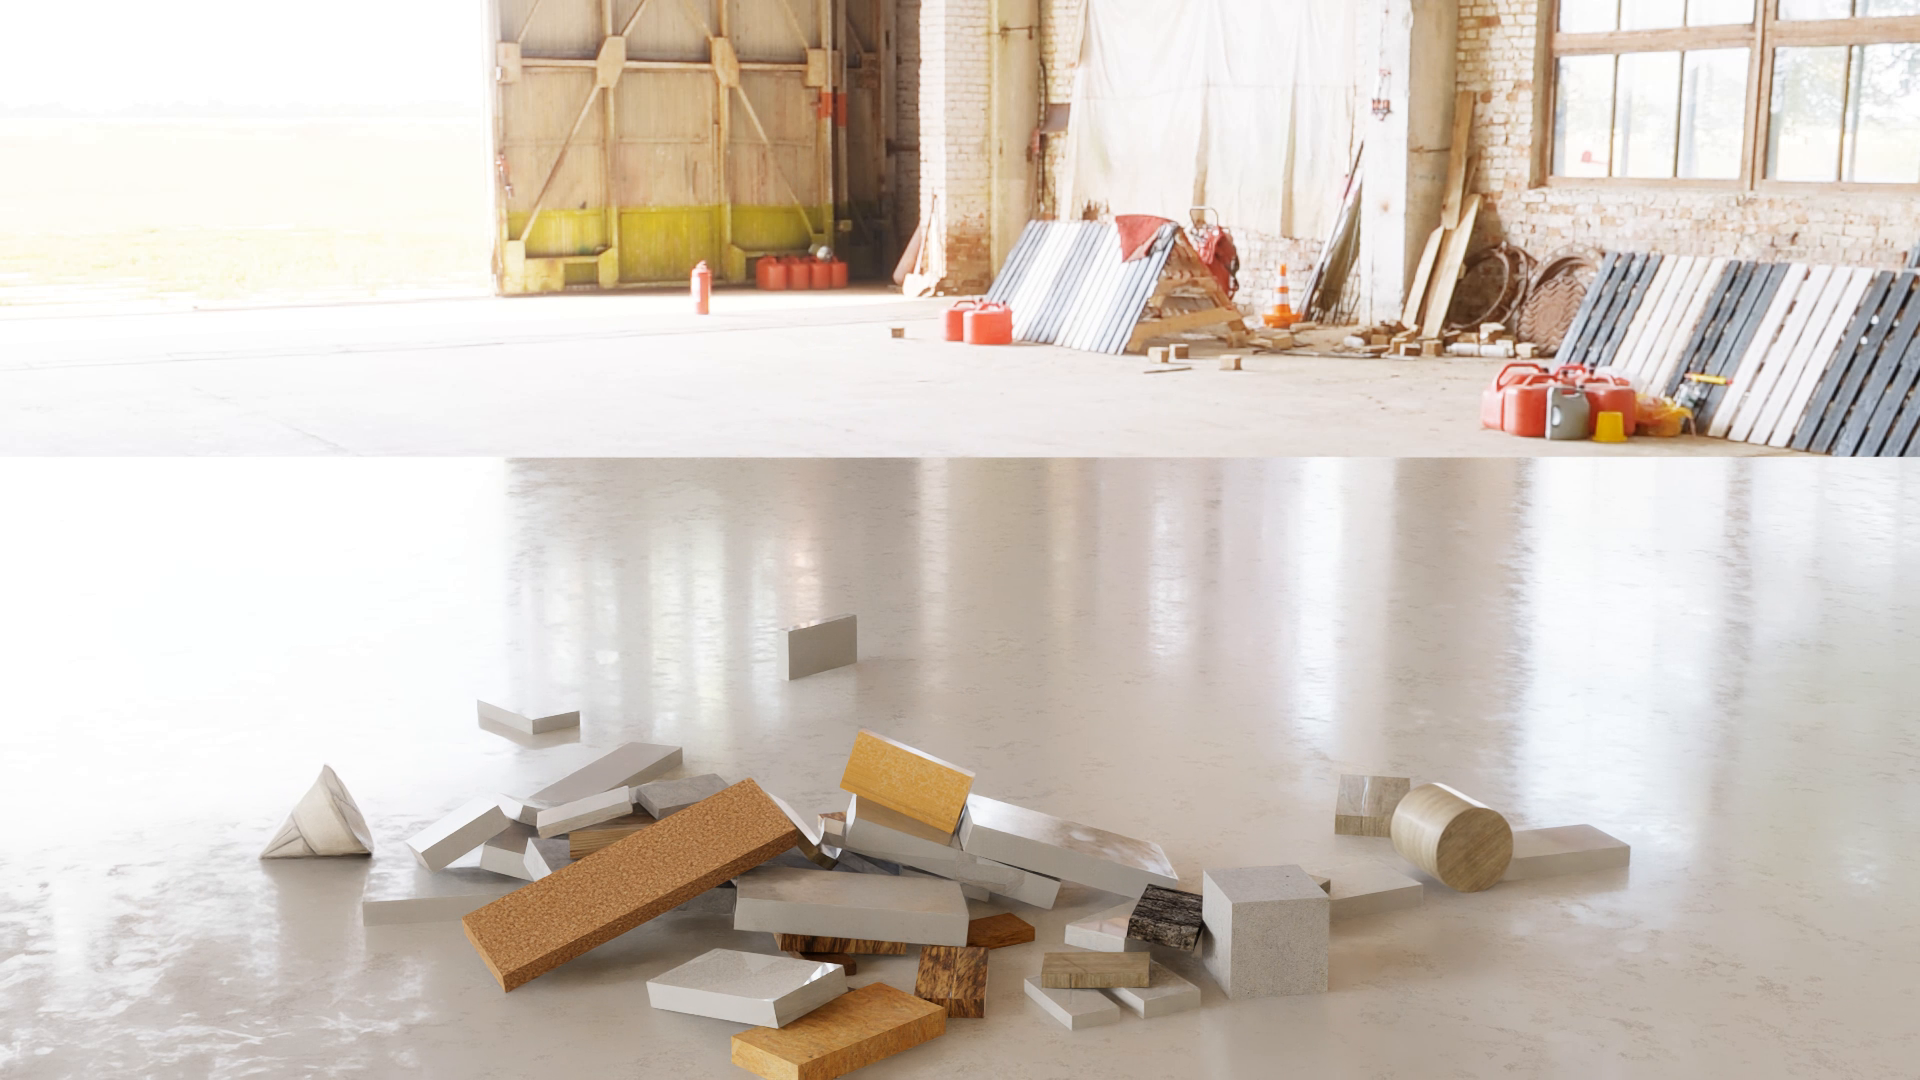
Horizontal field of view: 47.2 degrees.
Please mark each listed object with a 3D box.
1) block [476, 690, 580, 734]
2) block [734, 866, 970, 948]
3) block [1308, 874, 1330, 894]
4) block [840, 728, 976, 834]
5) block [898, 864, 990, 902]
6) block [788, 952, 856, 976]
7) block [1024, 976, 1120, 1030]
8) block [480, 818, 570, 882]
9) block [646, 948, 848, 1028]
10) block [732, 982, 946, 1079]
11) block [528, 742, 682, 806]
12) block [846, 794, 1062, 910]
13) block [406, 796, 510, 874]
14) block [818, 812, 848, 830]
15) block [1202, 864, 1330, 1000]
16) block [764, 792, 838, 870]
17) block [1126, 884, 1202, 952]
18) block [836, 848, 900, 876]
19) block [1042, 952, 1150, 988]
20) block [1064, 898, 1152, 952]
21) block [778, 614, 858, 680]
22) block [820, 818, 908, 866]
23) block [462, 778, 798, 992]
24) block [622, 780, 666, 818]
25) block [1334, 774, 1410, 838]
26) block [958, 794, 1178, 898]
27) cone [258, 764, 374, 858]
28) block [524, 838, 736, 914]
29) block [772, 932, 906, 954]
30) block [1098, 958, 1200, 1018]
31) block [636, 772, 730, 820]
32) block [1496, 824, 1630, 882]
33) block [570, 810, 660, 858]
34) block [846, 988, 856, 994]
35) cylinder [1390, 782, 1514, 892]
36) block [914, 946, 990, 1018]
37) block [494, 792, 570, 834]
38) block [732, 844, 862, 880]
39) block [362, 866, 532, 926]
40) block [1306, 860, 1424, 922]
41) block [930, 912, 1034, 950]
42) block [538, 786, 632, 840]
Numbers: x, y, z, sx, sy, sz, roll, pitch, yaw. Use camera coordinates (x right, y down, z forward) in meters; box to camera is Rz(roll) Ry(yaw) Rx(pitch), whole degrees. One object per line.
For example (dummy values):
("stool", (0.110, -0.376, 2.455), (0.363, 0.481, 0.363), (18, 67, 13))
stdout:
("block", (-0.934, 0.372, 4.755), (0.117, 0.033, 0.233), (-9, 14, -41))
("block", (-0.171, 0.567, 3.421), (0.354, 0.050, 0.177), (5, 8, -6))
("block", (0.523, 0.567, 3.528), (0.078, 0.022, 0.156), (8, 13, 37))
("block", (-0.087, 0.401, 3.661), (0.206, 0.103, 0.029), (21, 10, 11))
("block", (-0.026, 0.561, 3.657), (0.150, 0.021, 0.075), (15, 10, -5))
("block", (-0.212, 0.638, 3.362), (0.066, 0.019, 0.131), (-4, 11, -23))
("block", (0.162, 0.667, 3.192), (0.077, 0.022, 0.154), (-5, 11, -24))
("block", (-0.636, 0.538, 3.657), (0.290, 0.041, 0.145), (14, 11, 1))
("block", (-0.306, 0.639, 3.145), (0.275, 0.039, 0.137), (-3, 11, 43))
("block", (-0.166, 0.686, 3.047), (0.137, 0.039, 0.275), (10, 15, 44))
("block", (-0.681, 0.464, 4.258), (0.117, 0.033, 0.405), (4, 11, 19))
("block", (-0.013, 0.510, 3.656), (0.354, 0.050, 0.177), (18, 9, -5))
("block", (-0.851, 0.496, 3.716), (0.145, 0.041, 0.290), (-32, 7, -18))
("block", (-0.177, 0.528, 3.923), (0.103, 0.029, 0.206), (-3, 11, -18))
("block", (0.456, 0.585, 3.291), (0.149, 0.149, 0.149), (-2, 11, -10))
("block", (-0.266, 0.478, 3.612), (0.149, 0.021, 0.075), (44, 0, 31))
("block", (0.323, 0.580, 3.384), (0.102, 0.029, 0.203), (11, 9, 11))
("block", (-0.134, 0.545, 3.664), (0.150, 0.021, 0.075), (28, 8, -7))
("block", (0.200, 0.632, 3.235), (0.156, 0.022, 0.078), (-2, 12, 6))
("block", (0.283, 0.599, 3.444), (0.102, 0.029, 0.295), (7, 6, 33))
("block", (-0.334, 0.250, 5.179), (0.033, 0.117, 0.233), (9, 14, 39))
("block", (-0.156, 0.501, 3.654), (0.150, 0.021, 0.075), (16, 10, -6))
("block", (-0.503, 0.524, 3.389), (0.507, 0.039, 0.137), (-24, 46, -27))
("block", (-0.521, 0.424, 3.610), (0.066, 0.019, 0.131), (12, 16, 43))
("block", (0.768, 0.493, 4.088), (0.131, 0.037, 0.261), (2, 11, 12))
("block", (0.174, 0.514, 3.660), (0.354, 0.050, 0.177), (16, 9, -8))
("cone", (-1.152, 0.515, 3.856), (0.178, 0.178, 0.178), (-29, 16, -7))
("block", (-0.531, 0.541, 3.543), (0.309, 0.044, 0.154), (9, 13, -28))
("block", (-0.187, 0.608, 3.398), (0.194, 0.028, 0.097), (4, 8, -14))
("block", (0.261, 0.653, 3.254), (0.097, 0.028, 0.194), (-6, 12, -27))
("block", (-0.445, 0.418, 3.585), (0.149, 0.021, 0.075), (-7, 27, -38))
("block", (1.015, 0.542, 3.825), (0.261, 0.037, 0.131), (-3, 11, -17))
("block", (-0.478, 0.463, 3.576), (0.309, 0.044, 0.154), (-2, 12, -10))
("block", (-0.237, 0.663, 3.215), (0.154, 0.022, 0.077), (6, 12, 31))
("cylinder", (0.833, 0.504, 3.729), (0.148, 0.148, 0.148), (-4, 11, -19))
("block", (-0.011, 0.653, 3.253), (0.102, 0.029, 0.203), (0, 11, 3))
("block", (-0.745, 0.479, 3.856), (0.103, 0.029, 0.400), (16, -8, -17))
("block", (-0.311, 0.530, 3.657), (0.309, 0.044, 0.154), (14, 11, -5))
("block", (-0.827, 0.580, 3.611), (0.290, 0.041, 0.145), (-2, 11, -11))
("block", (0.614, 0.582, 3.612), (0.261, 0.037, 0.130), (-5, 12, -25))
("block", (0.032, 0.620, 3.450), (0.154, 0.022, 0.077), (-6, 12, -29))
("block", (-0.599, 0.435, 3.513), (0.149, 0.021, 0.075), (-16, 14, -6))
